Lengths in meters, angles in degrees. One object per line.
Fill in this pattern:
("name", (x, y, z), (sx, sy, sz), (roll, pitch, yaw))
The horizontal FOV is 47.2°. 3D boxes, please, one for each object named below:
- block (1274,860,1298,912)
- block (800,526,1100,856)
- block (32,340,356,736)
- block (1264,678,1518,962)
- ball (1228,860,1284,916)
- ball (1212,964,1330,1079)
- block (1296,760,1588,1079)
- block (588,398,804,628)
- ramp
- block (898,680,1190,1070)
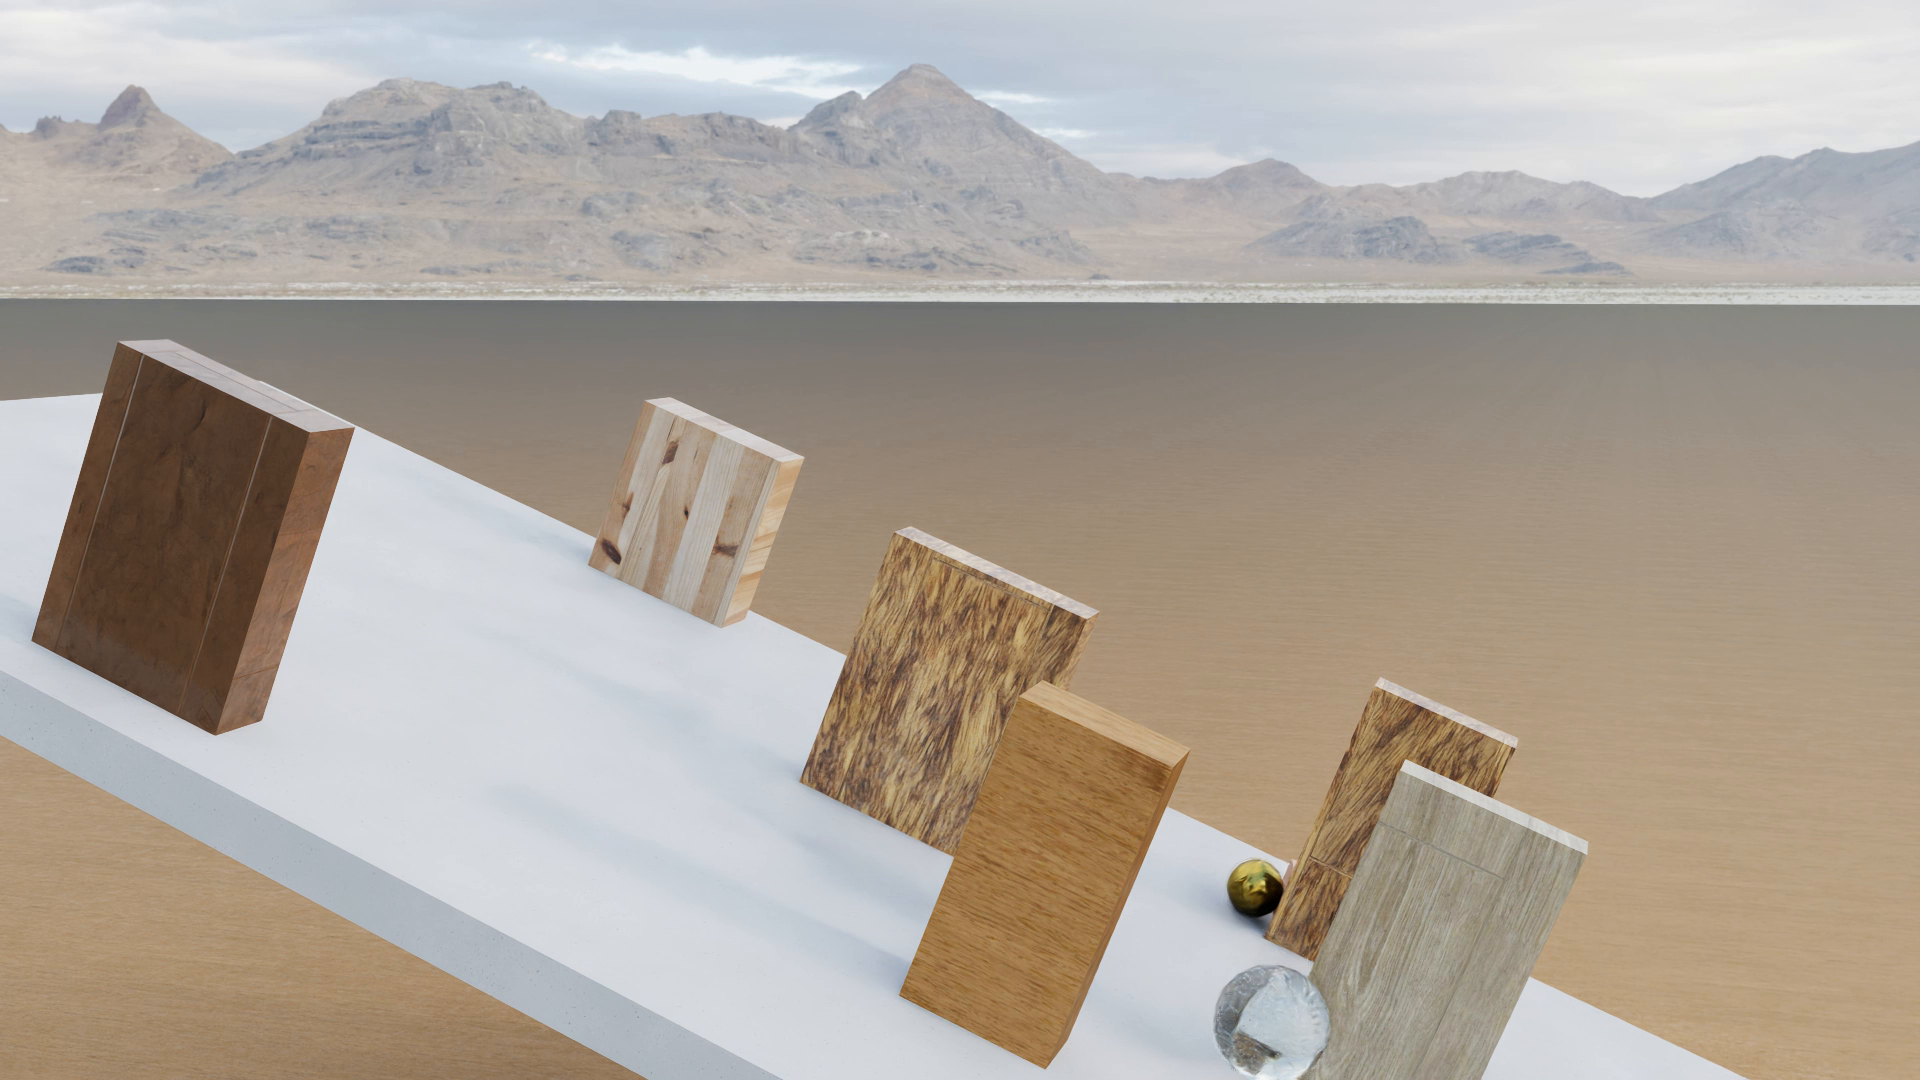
("block", (0.729, 0.752, 4.570), (0.113, 0.113, 0.113), (20, 13, -6))
("block", (-0.024, 0.305, 4.245), (0.408, 0.537, 0.101), (24, 13, 13))
("block", (-1.251, -0.008, 3.579), (0.373, 0.530, 0.127), (24, 13, 13))
("block", (0.856, 0.597, 4.380), (0.292, 0.569, 0.096), (24, 13, 13))
("ball", (0.607, 0.716, 4.519), (0.116, 0.116, 0.116), (0, 7, 0))
("ball", (0.517, 0.803, 3.652), (0.193, 0.193, 0.193), (0, 7, 0))
("block", (0.783, 0.713, 3.720), (0.325, 0.595, 0.086), (24, 13, 13))
("block", (-0.615, -0.066, 5.111), (0.363, 0.416, 0.141), (24, 13, 13))
("ramp", (-0.311, 0.555, 4.197), (4.000, 0.100, 2.000), (24, 13, 13))
("block", (0.135, 0.535, 3.534), (0.264, 0.541, 0.144), (24, 13, 13))
